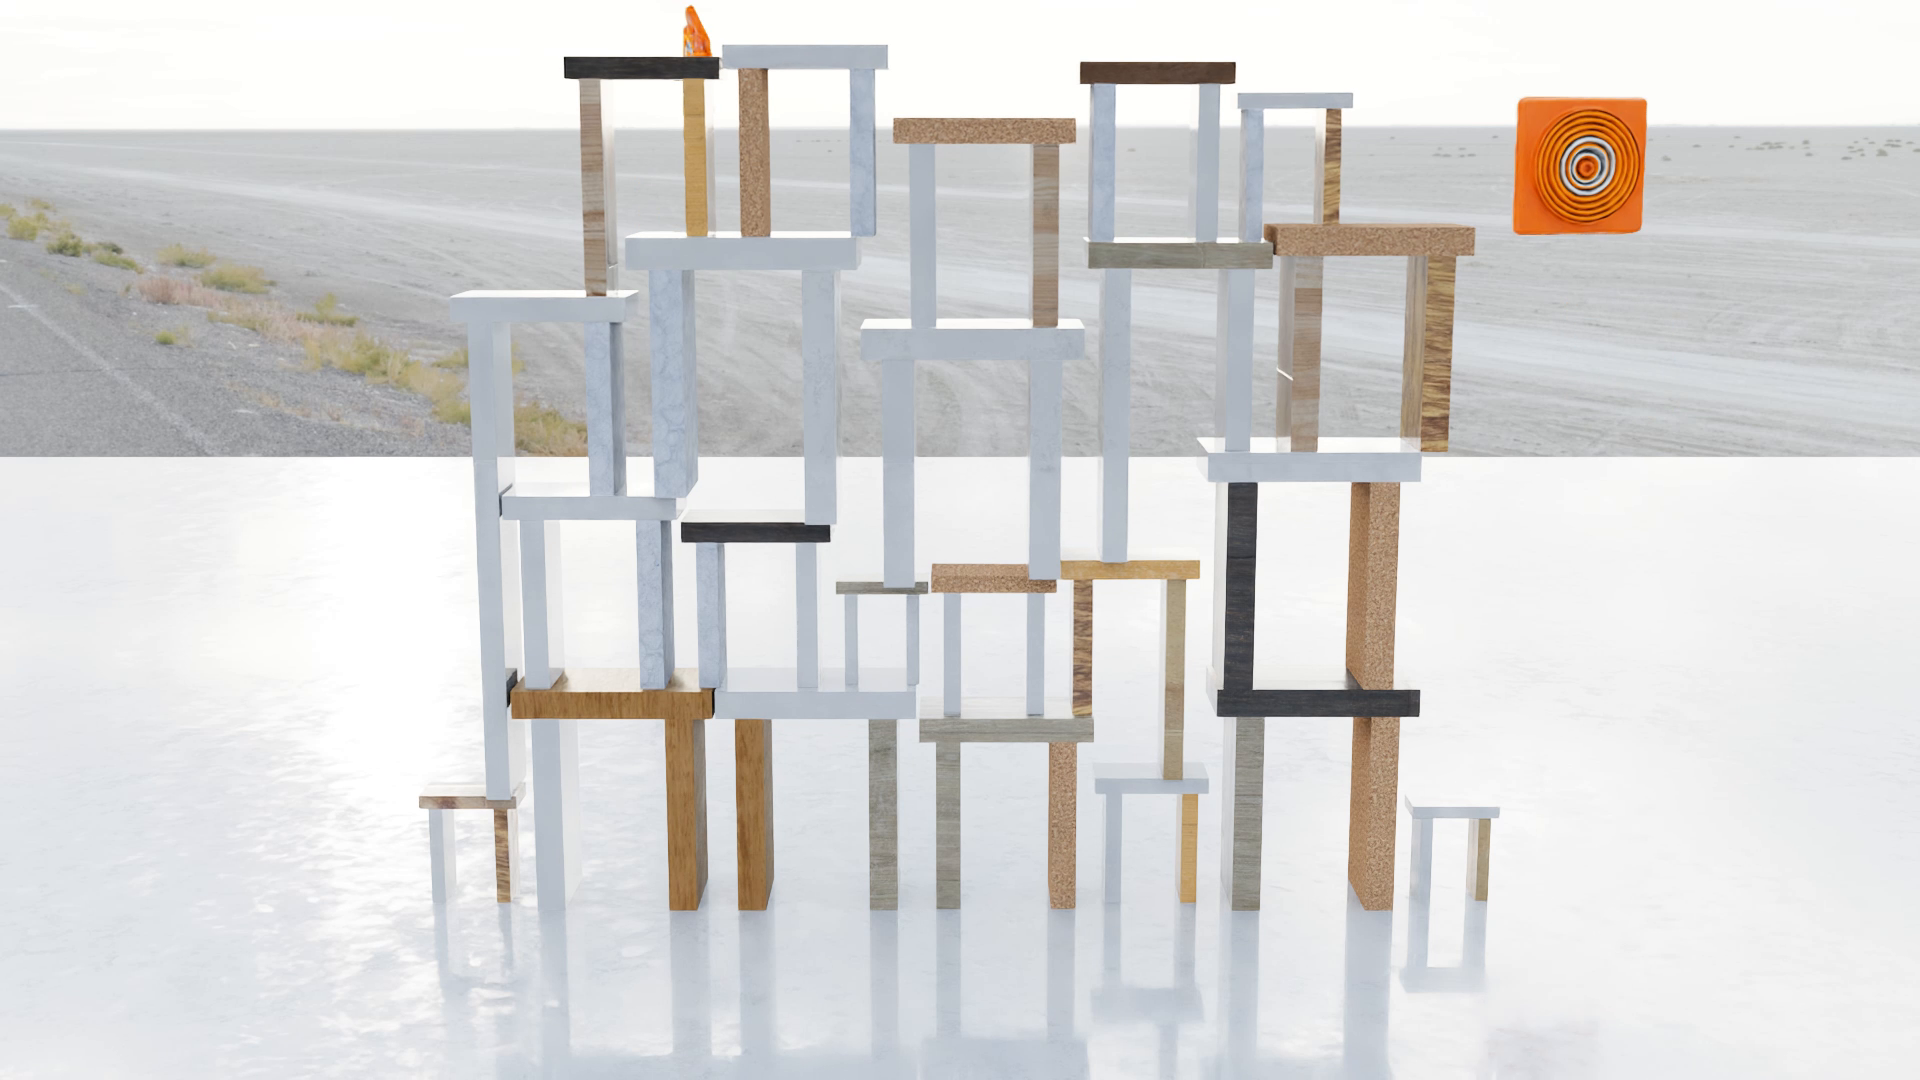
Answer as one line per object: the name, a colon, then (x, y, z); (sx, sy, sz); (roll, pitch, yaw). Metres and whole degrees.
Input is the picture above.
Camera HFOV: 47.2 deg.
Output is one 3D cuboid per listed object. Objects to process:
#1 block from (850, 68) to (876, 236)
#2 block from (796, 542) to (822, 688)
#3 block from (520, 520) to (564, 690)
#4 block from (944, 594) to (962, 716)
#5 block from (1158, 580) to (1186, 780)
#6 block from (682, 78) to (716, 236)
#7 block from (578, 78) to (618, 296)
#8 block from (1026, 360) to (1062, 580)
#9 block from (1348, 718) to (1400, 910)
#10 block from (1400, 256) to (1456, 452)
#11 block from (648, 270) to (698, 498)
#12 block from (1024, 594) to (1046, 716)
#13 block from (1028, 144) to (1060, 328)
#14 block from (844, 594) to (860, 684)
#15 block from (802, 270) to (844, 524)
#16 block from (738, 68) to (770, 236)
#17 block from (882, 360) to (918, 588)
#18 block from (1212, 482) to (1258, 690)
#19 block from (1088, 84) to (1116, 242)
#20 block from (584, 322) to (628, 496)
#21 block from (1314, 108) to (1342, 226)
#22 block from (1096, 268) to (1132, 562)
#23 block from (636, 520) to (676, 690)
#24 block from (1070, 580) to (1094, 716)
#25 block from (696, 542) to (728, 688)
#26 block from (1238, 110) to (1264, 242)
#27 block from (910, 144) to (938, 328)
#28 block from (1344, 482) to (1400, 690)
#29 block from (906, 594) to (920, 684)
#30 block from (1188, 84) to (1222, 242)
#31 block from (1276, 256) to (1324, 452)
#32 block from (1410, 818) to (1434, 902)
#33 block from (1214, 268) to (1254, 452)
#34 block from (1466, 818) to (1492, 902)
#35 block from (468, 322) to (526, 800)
block: (-0.152, -0.606, 3.442); (0.036, 0.255, 0.127); (0, 11, 0)
block: (-0.245, 0.111, 3.582); (0.034, 0.239, 0.119); (0, 11, 0)
block: (-0.679, 0.092, 3.579); (0.039, 0.276, 0.138); (0, 11, 0)
block: (-0.013, 0.175, 3.590); (0.029, 0.202, 0.101); (0, 11, -1)
block: (0.347, 0.217, 3.602); (0.032, 0.333, 0.112); (0, 11, 0)
block: (-0.409, -0.600, 3.452); (0.034, 0.239, 0.120); (0, 11, 0)
block: (-0.568, -0.554, 3.461); (0.034, 0.333, 0.120); (0, 11, 0)
block: (0.135, -0.124, 3.538); (0.049, 0.348, 0.174); (0, 10, 0)
block: (0.684, 0.430, 3.639); (0.046, 0.326, 0.163); (0, 11, 0)
block: (0.745, -0.303, 3.503); (0.043, 0.306, 0.153); (0, 11, -1)
block: (-0.457, -0.258, 3.517); (0.050, 0.356, 0.178); (0, 11, 0)
block: (0.122, 0.175, 3.589); (0.029, 0.202, 0.101); (0, 11, 0)
block: (0.132, -0.483, 3.477); (0.040, 0.282, 0.141); (0, 10, -1)
block: (-0.176, 0.155, 3.589); (0.021, 0.149, 0.075); (0, 10, 0)
block: (-0.219, -0.237, 3.520); (0.050, 0.400, 0.178); (0, 11, 0)
block: (-0.321, -0.606, 3.442); (0.036, 0.255, 0.127); (0, 11, 0)
block: (-0.096, -0.118, 3.543); (0.049, 0.362, 0.174); (0, 10, 0)
block: (0.445, 0.059, 3.572); (0.048, 0.336, 0.168); (0, 11, 0)
block: (0.222, -0.592, 3.451); (0.034, 0.240, 0.120); (0, 11, 0)
block: (-0.567, -0.218, 3.523); (0.039, 0.275, 0.137); (0, 11, 0)
block: (0.577, -0.585, 3.454); (0.025, 0.180, 0.090); (0, 11, -1)
block: (0.246, -0.205, 3.518); (0.041, 0.464, 0.143); (0, 11, 0)
block: (-0.495, 0.092, 3.580); (0.039, 0.276, 0.138); (0, 11, 0)
block: (0.198, 0.163, 3.592); (0.032, 0.224, 0.112); (0, 10, 0)
block: (-0.404, 0.111, 3.582); (0.034, 0.239, 0.119); (0, 11, 0)
block: (0.457, -0.573, 3.454); (0.026, 0.203, 0.090); (0, 11, 0)
block: (-0.058, -0.483, 3.473); (0.040, 0.282, 0.141); (0, 10, 0)
block: (0.669, 0.059, 3.572); (0.048, 0.336, 0.168); (0, 11, 0)
block: (-0.076, 0.154, 3.590); (0.021, 0.149, 0.075); (0, 10, 0)
block: (0.383, -0.592, 3.452); (0.034, 0.240, 0.120); (0, 11, 0)
block: (0.539, -0.303, 3.501); (0.043, 0.306, 0.153); (0, 11, -1)
block: (0.767, 0.520, 3.655); (0.020, 0.142, 0.071); (0, 11, 0)
block: (0.437, -0.293, 3.503); (0.041, 0.286, 0.143); (0, 11, 0)
block: (0.862, 0.520, 3.655); (0.020, 0.142, 0.071); (0, 11, 0)
block: (-0.750, 0.028, 3.569); (0.039, 0.775, 0.137); (0, 11, 0)
